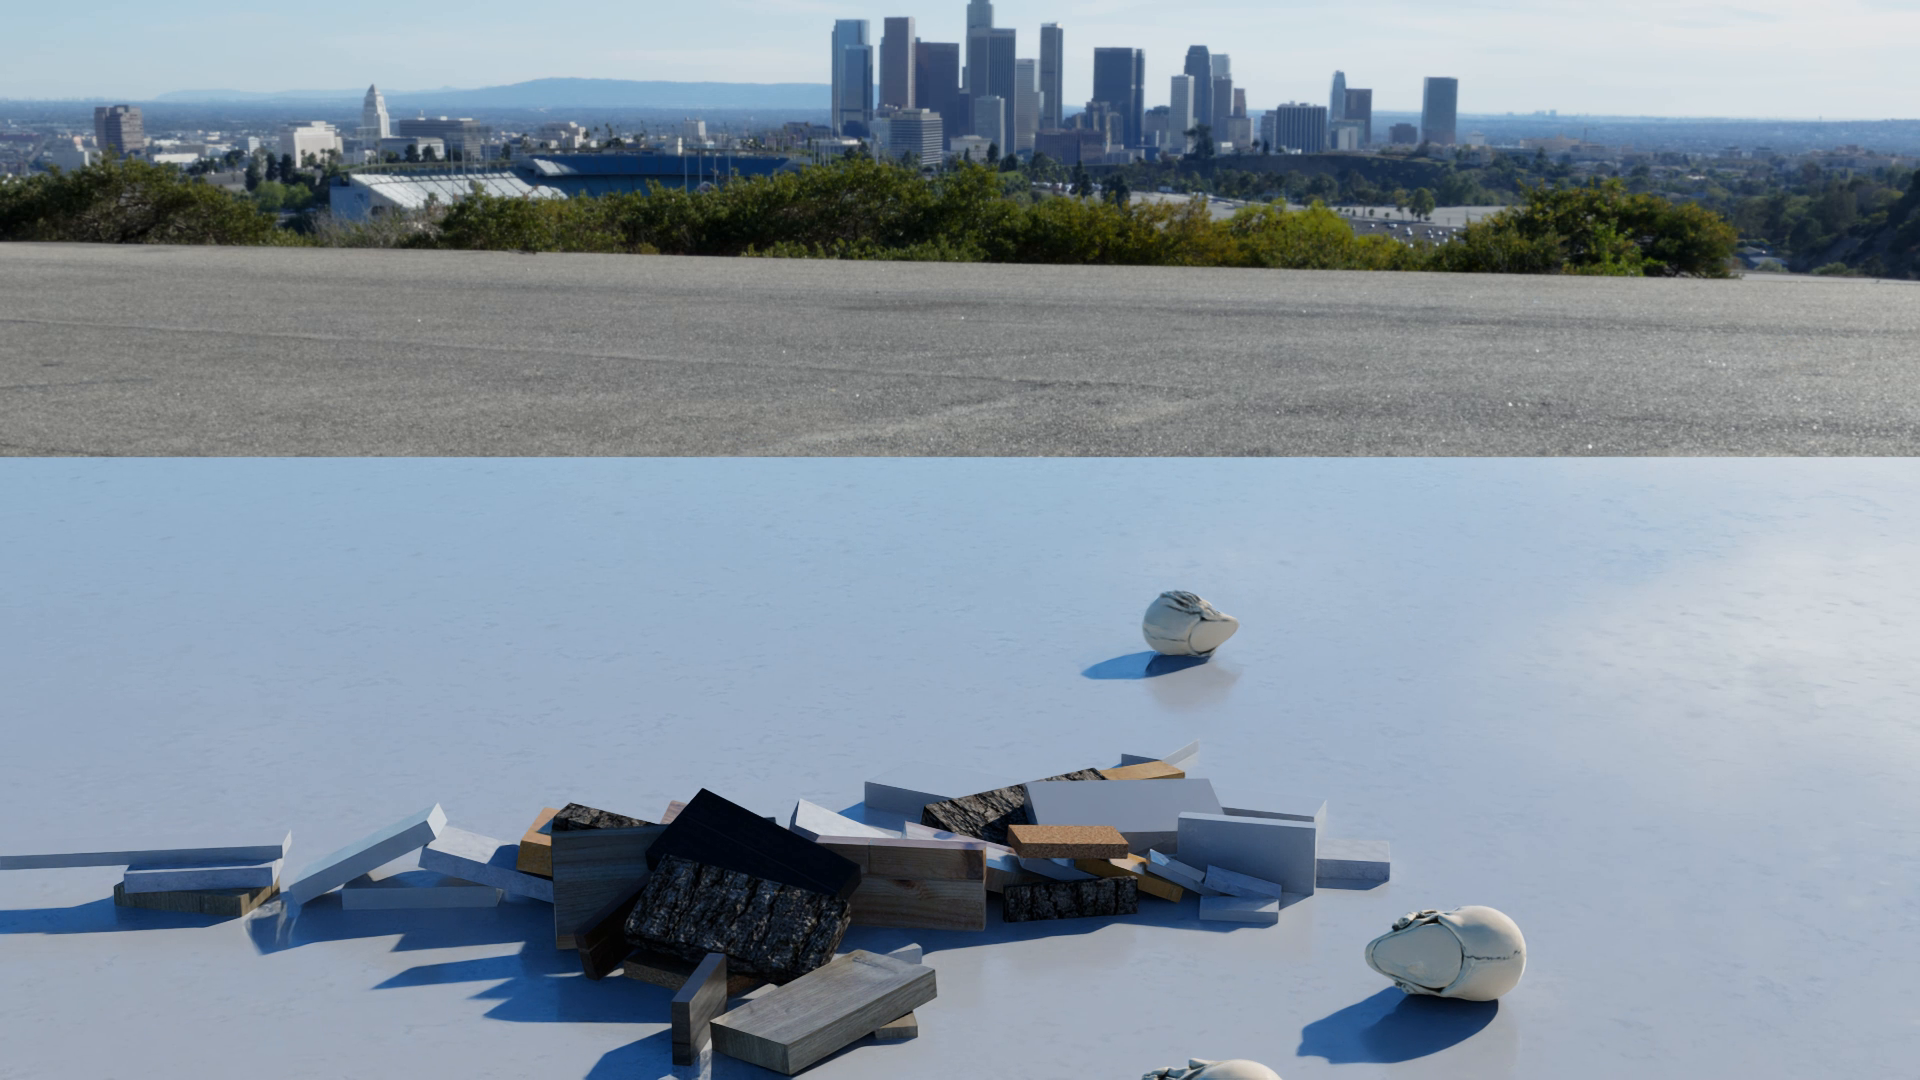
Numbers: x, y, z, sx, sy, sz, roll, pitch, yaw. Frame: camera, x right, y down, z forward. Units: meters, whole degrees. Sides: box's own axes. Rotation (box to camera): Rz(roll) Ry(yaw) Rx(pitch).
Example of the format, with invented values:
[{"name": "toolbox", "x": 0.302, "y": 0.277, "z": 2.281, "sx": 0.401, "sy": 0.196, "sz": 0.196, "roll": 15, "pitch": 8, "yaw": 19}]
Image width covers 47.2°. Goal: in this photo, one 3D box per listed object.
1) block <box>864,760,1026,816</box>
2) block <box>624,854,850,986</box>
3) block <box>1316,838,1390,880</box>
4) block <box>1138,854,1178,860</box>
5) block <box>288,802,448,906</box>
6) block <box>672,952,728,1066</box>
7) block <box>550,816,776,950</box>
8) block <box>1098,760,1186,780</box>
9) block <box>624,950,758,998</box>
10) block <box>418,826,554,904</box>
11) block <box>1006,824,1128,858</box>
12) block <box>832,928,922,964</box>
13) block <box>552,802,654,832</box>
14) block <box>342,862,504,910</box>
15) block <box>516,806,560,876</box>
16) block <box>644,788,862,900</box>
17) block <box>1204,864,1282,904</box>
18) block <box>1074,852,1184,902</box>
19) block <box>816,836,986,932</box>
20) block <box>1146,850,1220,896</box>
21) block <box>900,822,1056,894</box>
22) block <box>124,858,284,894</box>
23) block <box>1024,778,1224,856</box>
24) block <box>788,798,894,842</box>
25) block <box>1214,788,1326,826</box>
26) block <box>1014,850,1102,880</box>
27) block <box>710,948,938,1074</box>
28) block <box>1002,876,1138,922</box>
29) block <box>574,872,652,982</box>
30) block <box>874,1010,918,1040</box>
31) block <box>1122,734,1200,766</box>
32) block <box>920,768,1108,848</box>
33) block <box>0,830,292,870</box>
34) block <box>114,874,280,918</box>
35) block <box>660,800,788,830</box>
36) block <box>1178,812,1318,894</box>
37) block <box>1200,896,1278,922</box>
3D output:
[{"name": "block", "x": 0.005, "y": 0.481, "z": 4.127, "sx": 0.332, "sy": 0.047, "sz": 0.166, "roll": 7, "pitch": 12, "yaw": 32}, {"name": "block", "x": -0.333, "y": 0.574, "z": 3.295, "sx": 0.302, "sy": 0.043, "sz": 0.151, "roll": 12, "pitch": 41, "yaw": 14}, {"name": "block", "x": 0.625, "y": 0.548, "z": 3.803, "sx": 0.230, "sy": 0.033, "sz": 0.115, "roll": 2, "pitch": 11, "yaw": 9}, {"name": "block", "x": 0.395, "y": 0.554, "z": 3.791, "sx": 0.177, "sy": 0.025, "sz": 0.089, "roll": 3, "pitch": 11, "yaw": 14}, {"name": "block", "x": -0.981, "y": 0.520, "z": 3.650, "sx": 0.249, "sy": 0.035, "sz": 0.125, "roll": -26, "pitch": 8, "yaw": -2}, {"name": "block", "x": -0.363, "y": 0.654, "z": 3.074, "sx": 0.026, "sy": 0.091, "sz": 0.183, "roll": 2, "pitch": 11, "yaw": 10}, {"name": "block", "x": -0.462, "y": 0.542, "z": 3.485, "sx": 0.357, "sy": 0.051, "sz": 0.179, "roll": -2, "pitch": 55, "yaw": -13}, {"name": "block", "x": 0.339, "y": 0.464, "z": 4.277, "sx": 0.177, "sy": 0.025, "sz": 0.089, "roll": -6, "pitch": 12, "yaw": -28}, {"name": "block", "x": -0.405, "y": 0.646, "z": 3.296, "sx": 0.183, "sy": 0.026, "sz": 0.091, "roll": 7, "pitch": 13, "yaw": 33}, {"name": "block", "x": -0.759, "y": 0.540, "z": 3.652, "sx": 0.249, "sy": 0.035, "sz": 0.125, "roll": 15, "pitch": 9, "yaw": -2}, {"name": "block", "x": 0.177, "y": 0.498, "z": 3.628, "sx": 0.182, "sy": 0.026, "sz": 0.091, "roll": 2, "pitch": 11, "yaw": -14}, {"name": "block", "x": -0.160, "y": 0.635, "z": 3.355, "sx": 0.183, "sy": 0.026, "sz": 0.091, "roll": -6, "pitch": 12, "yaw": -28}, {"name": "block", "x": -0.588, "y": 0.480, "z": 3.673, "sx": 0.166, "sy": 0.023, "sz": 0.083, "roll": 13, "pitch": 11, "yaw": 7}, {"name": "block", "x": -0.888, "y": 0.574, "z": 3.658, "sx": 0.249, "sy": 0.035, "sz": 0.125, "roll": -1, "pitch": 11, "yaw": -3}, {"name": "block", "x": -0.540, "y": 0.530, "z": 3.662, "sx": 0.357, "sy": 0.051, "sz": 0.179, "roll": 11, "pitch": 11, "yaw": 0}, {"name": "block", "x": -0.322, "y": 0.510, "z": 3.430, "sx": 0.302, "sy": 0.043, "sz": 0.151, "roll": 22, "pitch": 49, "yaw": 23}, {"name": "block", "x": 0.468, "y": 0.572, "z": 3.637, "sx": 0.126, "sy": 0.018, "sz": 0.063, "roll": 15, "pitch": 12, "yaw": 6}, {"name": "block", "x": 0.280, "y": 0.548, "z": 3.665, "sx": 0.182, "sy": 0.026, "sz": 0.091, "roll": 19, "pitch": 11, "yaw": -1}, {"name": "block", "x": -0.095, "y": 0.549, "z": 3.519, "sx": 0.271, "sy": 0.135, "sz": 0.038, "roll": 2, "pitch": 11, "yaw": 8}, {"name": "block", "x": 0.371, "y": 0.557, "z": 3.662, "sx": 0.126, "sy": 0.018, "sz": 0.063, "roll": 24, "pitch": 11, "yaw": -1}, {"name": "block", "x": 0.037, "y": 0.538, "z": 3.649, "sx": 0.271, "sy": 0.038, "sz": 0.135, "roll": 15, "pitch": 9, "yaw": -6}, {"name": "block", "x": -1.250, "y": 0.544, "z": 3.644, "sx": 0.233, "sy": 0.033, "sz": 0.117, "roll": -2, "pitch": 11, "yaw": -8}, {"name": "block", "x": 0.289, "y": 0.483, "z": 3.838, "sx": 0.332, "sy": 0.047, "sz": 0.166, "roll": 0, "pitch": 26, "yaw": -8}, {"name": "block", "x": -0.152, "y": 0.518, "z": 3.649, "sx": 0.271, "sy": 0.038, "sz": 0.135, "roll": 23, "pitch": 10, "yaw": -6}, {"name": "block", "x": 0.552, "y": 0.499, "z": 4.069, "sx": 0.230, "sy": 0.033, "sz": 0.115, "roll": 4, "pitch": 11, "yaw": 20}, {"name": "block", "x": 0.184, "y": 0.545, "z": 3.656, "sx": 0.182, "sy": 0.026, "sz": 0.091, "roll": 20, "pitch": 9, "yaw": -11}, {"name": "block", "x": -0.189, "y": 0.661, "z": 3.102, "sx": 0.151, "sy": 0.043, "sz": 0.302, "roll": 5, "pitch": 15, "yaw": 40}, {"name": "block", "x": 0.179, "y": 0.581, "z": 3.557, "sx": 0.220, "sy": 0.059, "sz": 0.017, "roll": -2, "pitch": 11, "yaw": -11}, {"name": "block", "x": -0.513, "y": 0.586, "z": 3.339, "sx": 0.023, "sy": 0.083, "sz": 0.166, "roll": 7, "pitch": 30, "yaw": 35}, {"name": "block", "x": -0.097, "y": 0.680, "z": 3.139, "sx": 0.059, "sy": 0.017, "sz": 0.118, "roll": -2, "pitch": 11, "yaw": -9}, {"name": "block", "x": 0.407, "y": 0.430, "z": 4.460, "sx": 0.089, "sy": 0.025, "sz": 0.177, "roll": 6, "pitch": 12, "yaw": 30}, {"name": "block", "x": 0.136, "y": 0.499, "z": 3.900, "sx": 0.388, "sy": 0.047, "sz": 0.166, "roll": -8, "pitch": 31, "yaw": -36}, {"name": "block", "x": -1.353, "y": 0.514, "z": 3.651, "sx": 0.457, "sy": 0.023, "sz": 0.083, "roll": -1, "pitch": 11, "yaw": -7}, {"name": "block", "x": -1.262, "y": 0.579, "z": 3.639, "sx": 0.233, "sy": 0.033, "sz": 0.117, "roll": 3, "pitch": 11, "yaw": 13}, {"name": "block", "x": -0.324, "y": 0.524, "z": 3.655, "sx": 0.357, "sy": 0.051, "sz": 0.179, "roll": 14, "pitch": 11, "yaw": -1}, {"name": "block", "x": 0.482, "y": 0.526, "z": 3.698, "sx": 0.230, "sy": 0.115, "sz": 0.033, "roll": 3, "pitch": 11, "yaw": 15}, {"name": "block", "x": 0.453, "y": 0.599, "z": 3.570, "sx": 0.126, "sy": 0.018, "sz": 0.063, "roll": 1, "pitch": 11, "yaw": 8}]
